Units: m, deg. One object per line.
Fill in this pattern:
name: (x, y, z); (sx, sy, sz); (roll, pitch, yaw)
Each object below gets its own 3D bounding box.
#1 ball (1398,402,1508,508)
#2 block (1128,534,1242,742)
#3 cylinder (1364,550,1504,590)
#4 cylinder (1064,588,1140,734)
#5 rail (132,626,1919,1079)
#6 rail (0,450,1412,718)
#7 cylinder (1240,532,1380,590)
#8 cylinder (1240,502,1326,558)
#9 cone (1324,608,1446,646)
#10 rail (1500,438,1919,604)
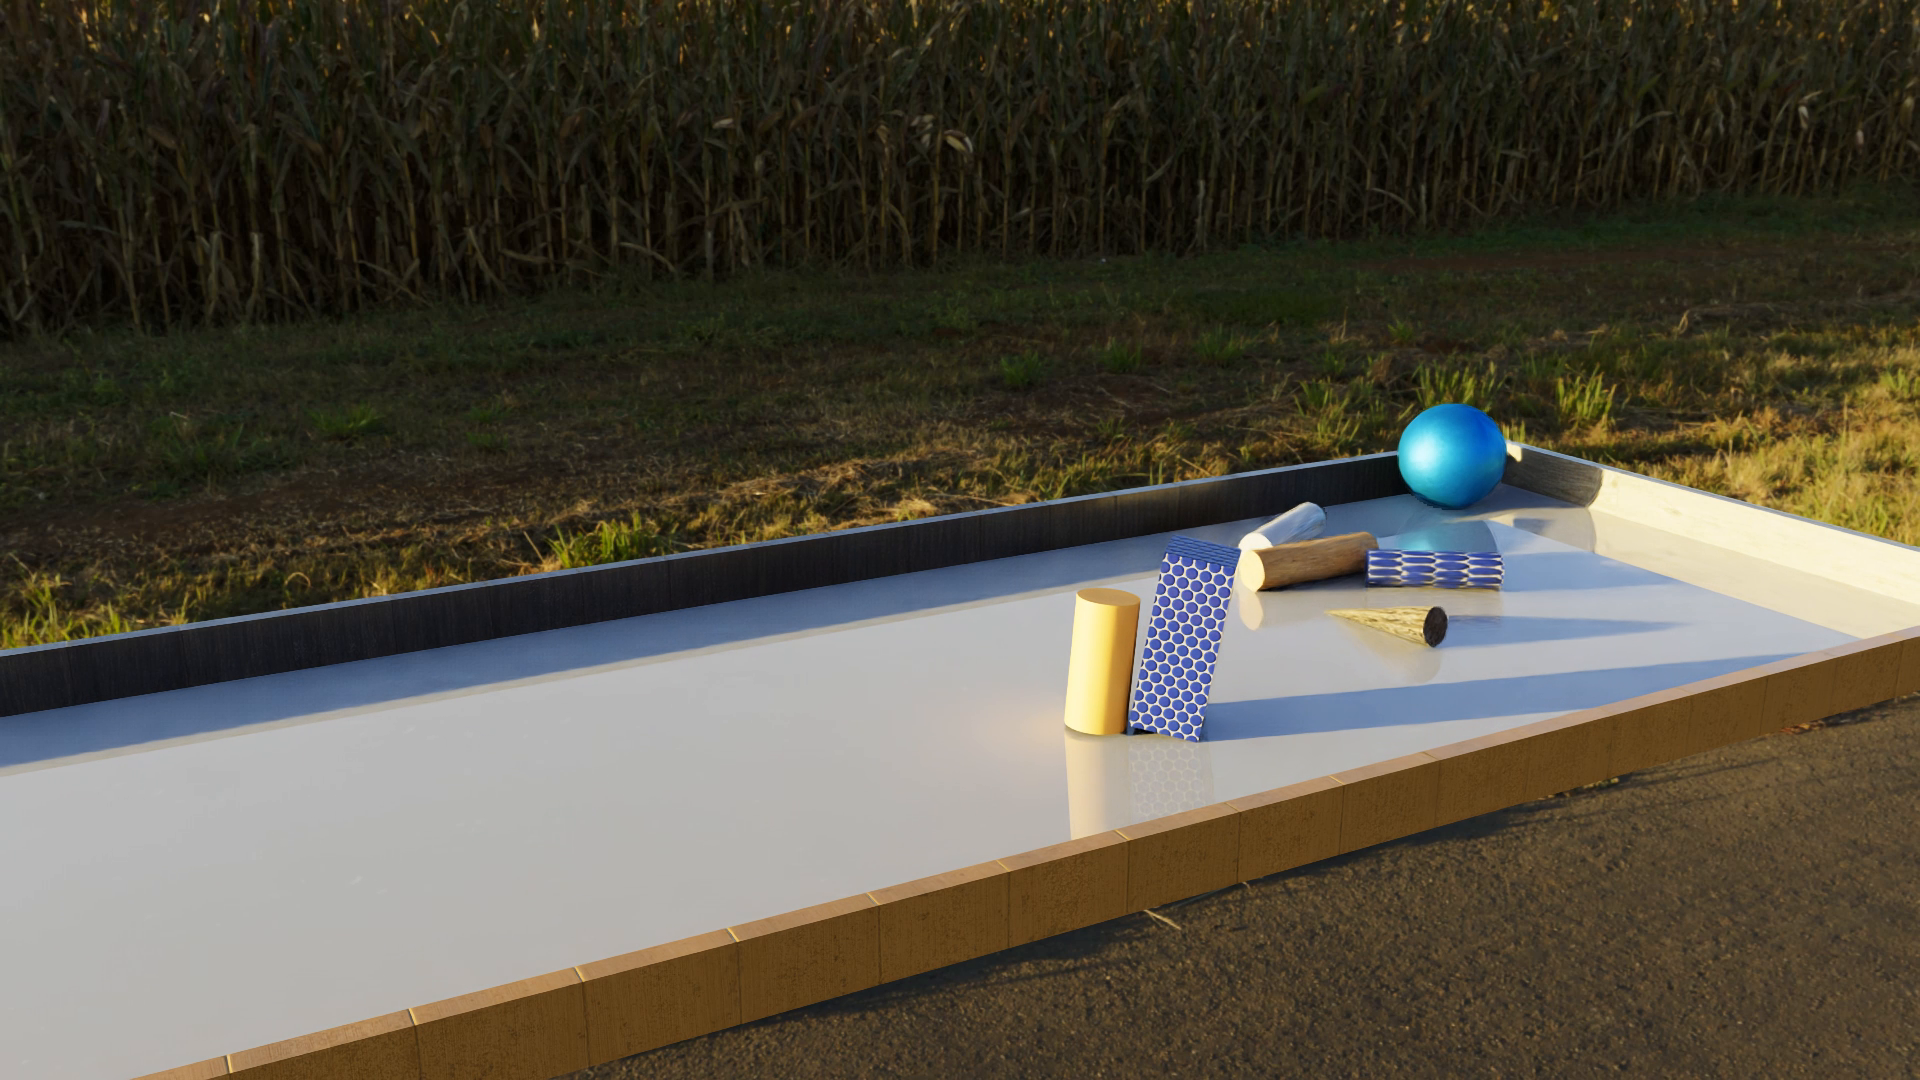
ball: (1.703, -0.293, 5.708); (0.363, 0.363, 0.363); (0, 16, 0)
block: (0.519, 0.225, 3.799); (0.162, 0.426, 0.162); (13, 19, 11)
cylinder: (1.397, 0.087, 4.869); (0.384, 0.107, 0.107); (2, 17, 7)
cylinder: (0.330, 0.280, 3.831); (0.147, 0.310, 0.147); (4, 14, -1)
rail: (-2.336, 1.006, 1.665); (12.000, 0.150, 0.050); (-9, 18, -27)
rail: (-3.305, 0.497, 3.399); (12.000, 0.150, 0.050); (-9, 18, -27)
cylinder: (1.047, 0.063, 4.929); (0.433, 0.119, 0.119); (-8, 18, -26)
cylinder: (1.023, -0.017, 5.215); (0.113, 0.113, 0.434); (10, 19, 32)
cone: (1.144, 0.216, 4.526); (0.106, 0.106, 0.373); (-13, 13, -38)
rail: (2.466, -0.048, 5.253); (0.050, 0.150, 2.100); (-9, 18, -27)
